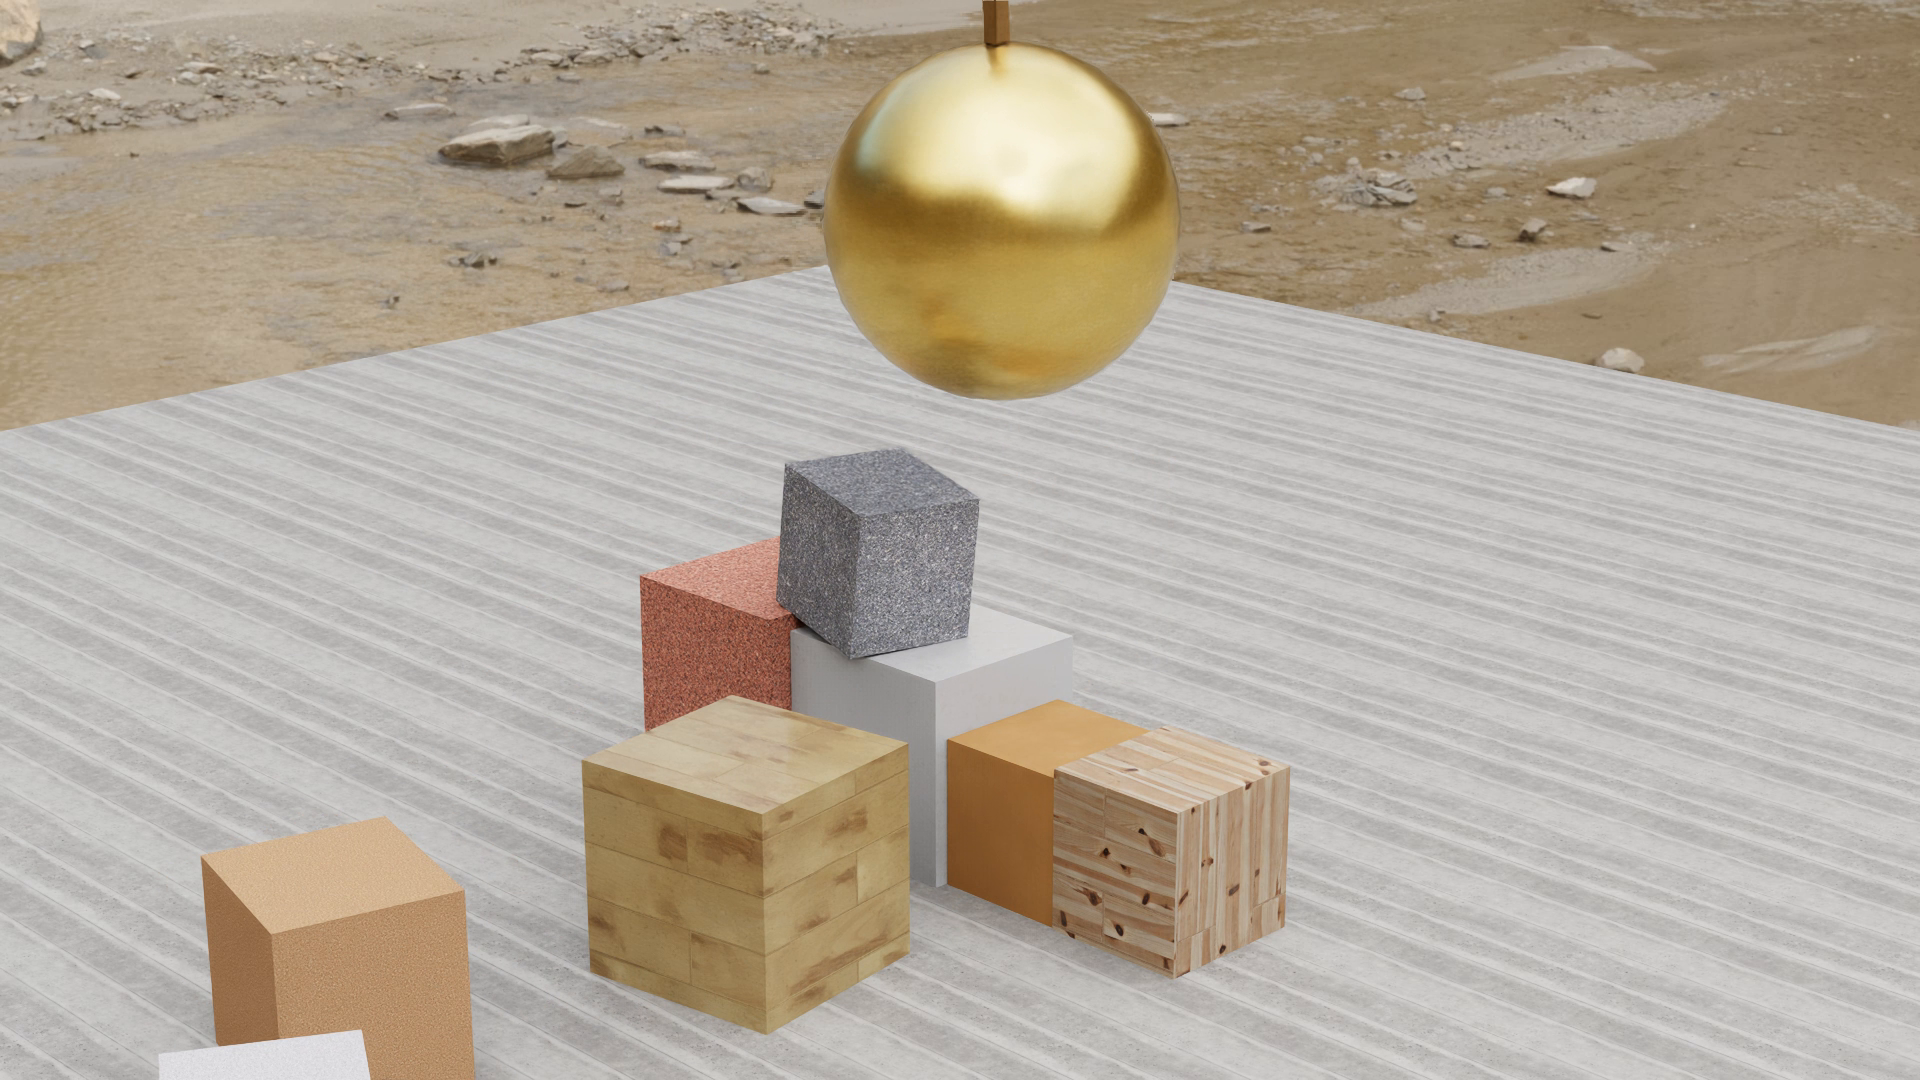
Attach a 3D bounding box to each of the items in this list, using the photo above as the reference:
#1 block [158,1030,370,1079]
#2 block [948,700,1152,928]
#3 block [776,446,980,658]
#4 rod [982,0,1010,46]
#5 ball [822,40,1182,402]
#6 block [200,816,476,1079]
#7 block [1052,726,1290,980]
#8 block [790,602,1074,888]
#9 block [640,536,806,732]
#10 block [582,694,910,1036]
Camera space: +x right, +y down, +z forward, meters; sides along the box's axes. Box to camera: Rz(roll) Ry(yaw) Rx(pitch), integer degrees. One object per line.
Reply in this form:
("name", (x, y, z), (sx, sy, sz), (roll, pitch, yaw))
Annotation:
("block", (-2.376, 2.214, 10.146), (0.701, 0.691, 0.745), (-5, 18, -15))
("block", (0.432, 1.224, 13.269), (0.723, 0.709, 0.658), (-17, 24, -42))
("block", (-0.387, 0.049, 13.564), (0.631, 0.694, 0.695), (-9, 26, -31))
("rod", (0.081, -4.629, 11.972), (0.080, 5.200, 0.080), (17, 26, 42))
("ball", (0.187, -1.420, 13.091), (1.600, 1.600, 1.600), (0, 17, 0))
("block", (-2.460, 1.692, 11.588), (0.769, 0.823, 0.856), (-10, 20, -30))
("block", (0.918, 1.346, 12.793), (0.745, 0.760, 0.704), (-17, 24, -42))
("block", (-0.134, 0.908, 13.796), (0.889, 0.995, 0.975), (-16, 24, -42))
("block", (-0.844, 0.670, 14.423), (1.065, 1.073, 0.946), (-17, 24, -42))
("block", (-0.896, 1.349, 12.431), (0.981, 0.972, 0.957), (13, 21, 35))
